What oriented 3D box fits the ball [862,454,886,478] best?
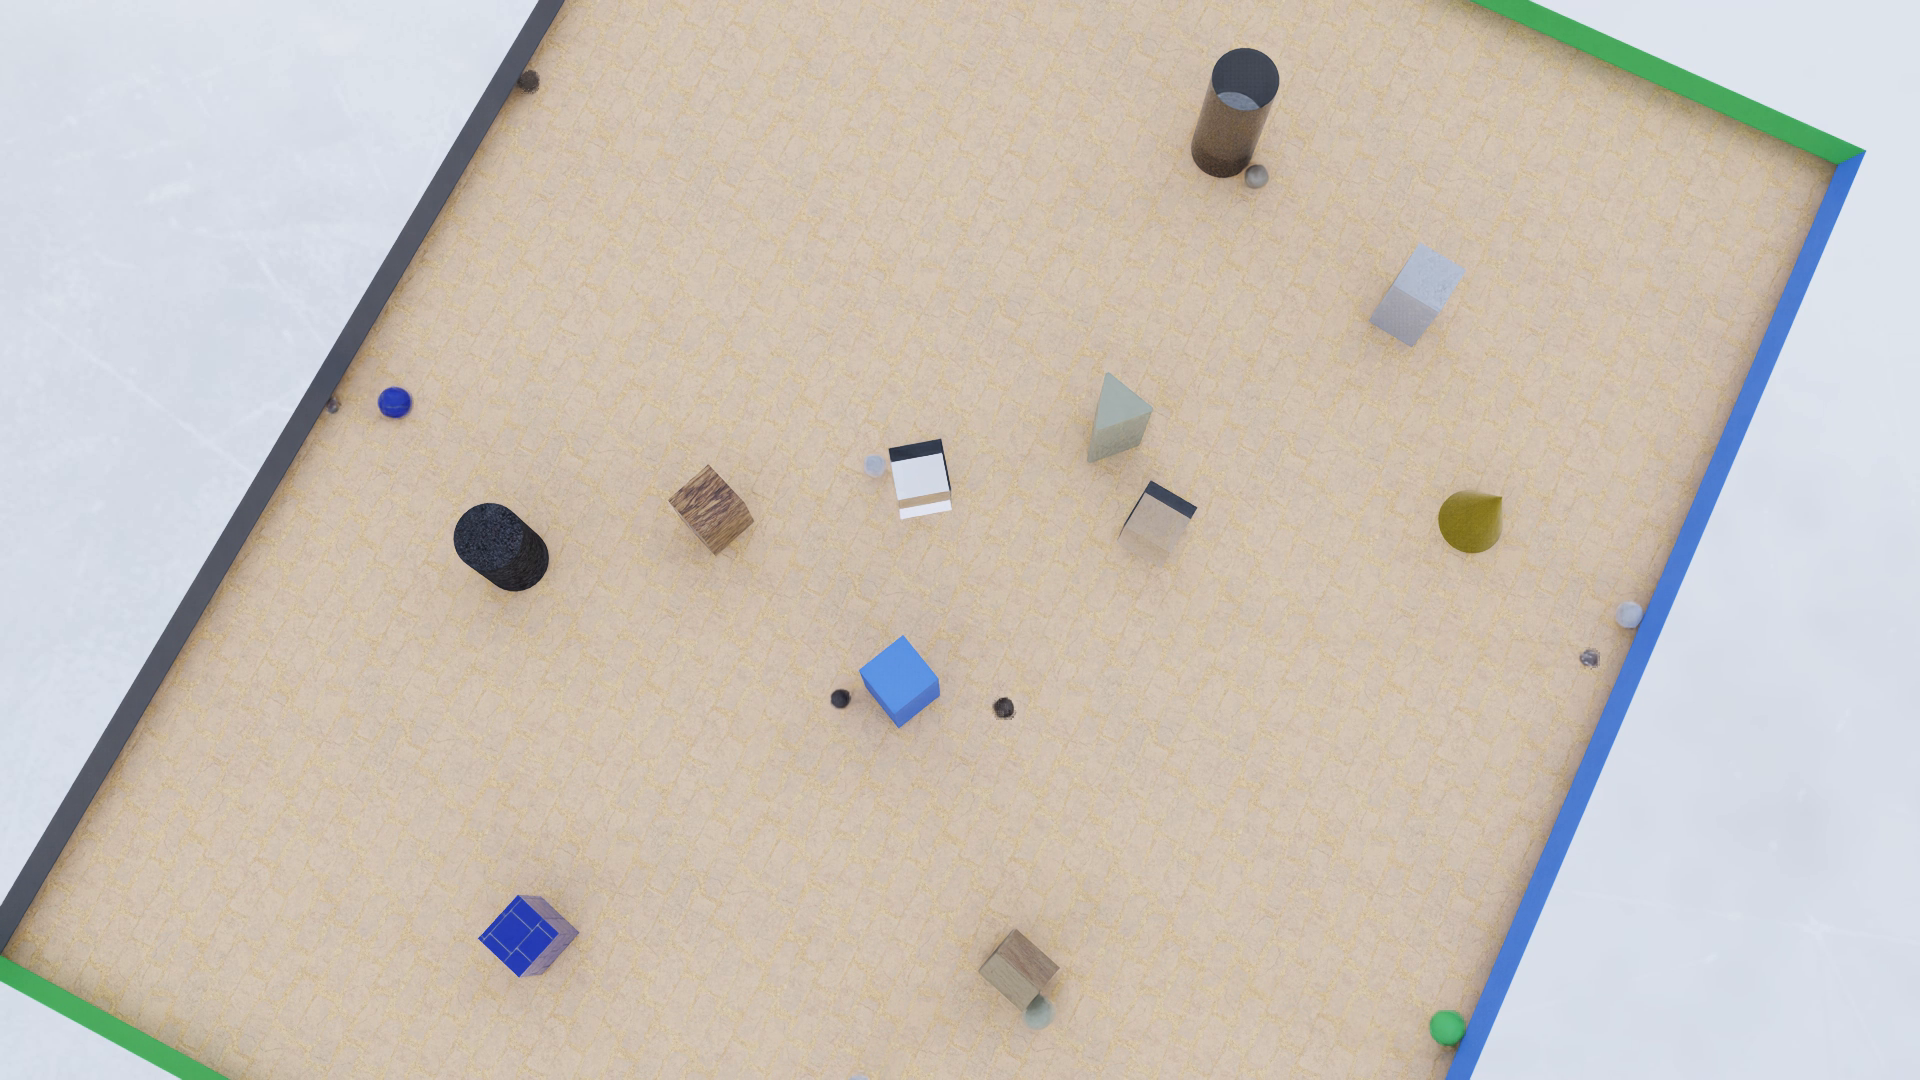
[{"bbox_3d":[-0.263,-0.228,5.628,0.071,0.071,0.071,0,78,0],"label":"ball"}]

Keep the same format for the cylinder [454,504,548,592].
[{"bbox_3d":[-1.357,0.025,5.436,0.199,0.344,0.199,0,78,0],"label":"cylinder"}]

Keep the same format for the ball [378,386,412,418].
[{"bbox_3d":[-1.745,-0.424,5.653,0.100,0.100,0.100,0,78,0],"label":"ball"}]

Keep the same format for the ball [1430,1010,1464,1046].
[{"bbox_3d":[1.402,1.406,5.275,0.099,0.099,0.099,0,78,0],"label":"ball"}]

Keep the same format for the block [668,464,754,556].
[{"bbox_3d":[-0.744,-0.086,5.499,0.159,0.264,0.159,-43,81,-8],"label":"block"}]

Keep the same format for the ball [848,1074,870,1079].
[{"bbox_3d":[-0.291,1.566,5.256,0.071,0.071,0.071,0,78,0],"label":"ball"}]

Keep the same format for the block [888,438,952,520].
[{"bbox_3d":[-0.118,-0.182,5.520,0.159,0.263,0.159,-11,79,-2],"label":"block"}]

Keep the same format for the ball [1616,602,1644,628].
[{"bbox_3d":[2.020,0.226,5.528,0.081,0.081,0.081,0,78,0],"label":"ball"}]

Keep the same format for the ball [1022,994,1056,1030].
[{"bbox_3d":[0.227,1.361,5.286,0.097,0.097,0.097,0,78,0],"label":"ball"}]

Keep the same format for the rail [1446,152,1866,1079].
[{"bbox_3d":[1.754,0.866,5.370,0.045,0.129,4.757,26,80,5],"label":"rail"}]

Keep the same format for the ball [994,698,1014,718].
[{"bbox_3d":[0.132,0.503,5.481,0.061,0.061,0.061,0,78,0],"label":"ball"}]

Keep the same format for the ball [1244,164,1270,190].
[{"bbox_3d":[0.942,-1.153,5.815,0.078,0.078,0.078,0,78,0],"label":"ball"}]

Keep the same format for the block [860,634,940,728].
[{"bbox_3d":[-0.172,0.416,5.329,0.159,0.394,0.159,-38,81,-7],"label":"block"}]

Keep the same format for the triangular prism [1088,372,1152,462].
[{"bbox_3d":[0.452,-0.377,5.493,0.173,0.395,0.150,-19,79,-4],"label":"triangular prism"}]

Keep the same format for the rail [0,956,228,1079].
[{"bbox_3d":[-1.053,2.069,5.121,3.970,0.129,0.045,26,80,5],"label":"rail"}]

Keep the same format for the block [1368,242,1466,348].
[{"bbox_3d":[1.393,-0.745,5.598,0.159,0.338,0.159,33,80,6],"label":"block"}]

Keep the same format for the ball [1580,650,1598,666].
[{"bbox_3d":[1.893,0.355,5.516,0.054,0.054,0.054,0,78,0],"label":"ball"}]

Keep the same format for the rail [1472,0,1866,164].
[{"bbox_3d":[1.053,-2.056,5.975,3.970,0.129,0.045,26,80,5],"label":"rail"}]

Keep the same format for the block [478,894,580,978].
[{"bbox_3d":[-1.228,1.130,5.237,0.159,0.286,0.159,41,81,8],"label":"block"}]

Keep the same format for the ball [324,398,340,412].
[{"bbox_3d":[-1.944,-0.417,5.679,0.047,0.047,0.047,0,78,0],"label":"ball"}]

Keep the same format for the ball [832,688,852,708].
[{"bbox_3d":[-0.356,0.474,5.488,0.059,0.059,0.059,0,78,0],"label":"ball"}]

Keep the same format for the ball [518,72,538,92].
[{"bbox_3d":[-1.388,-1.474,5.889,0.064,0.064,0.064,0,78,0],"label":"ball"}]

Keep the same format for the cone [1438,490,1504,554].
[{"bbox_3d":[1.569,-0.091,5.464,0.199,0.336,0.199,0,78,0],"label":"cone"}]

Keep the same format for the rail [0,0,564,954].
[{"bbox_3d":[-1.754,-0.852,5.726,0.045,0.129,4.757,26,80,5],"label":"rail"}]

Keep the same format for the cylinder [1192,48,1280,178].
[{"bbox_3d":[0.840,-1.305,5.632,0.199,0.498,0.199,0,78,0],"label":"cylinder"}]

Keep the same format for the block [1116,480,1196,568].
[{"bbox_3d":[0.589,-0.044,5.498,0.159,0.249,0.159,31,80,6],"label":"block"}]

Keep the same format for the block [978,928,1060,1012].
[{"bbox_3d":[0.165,1.222,5.218,0.159,0.286,0.159,41,81,8],"label":"block"}]
